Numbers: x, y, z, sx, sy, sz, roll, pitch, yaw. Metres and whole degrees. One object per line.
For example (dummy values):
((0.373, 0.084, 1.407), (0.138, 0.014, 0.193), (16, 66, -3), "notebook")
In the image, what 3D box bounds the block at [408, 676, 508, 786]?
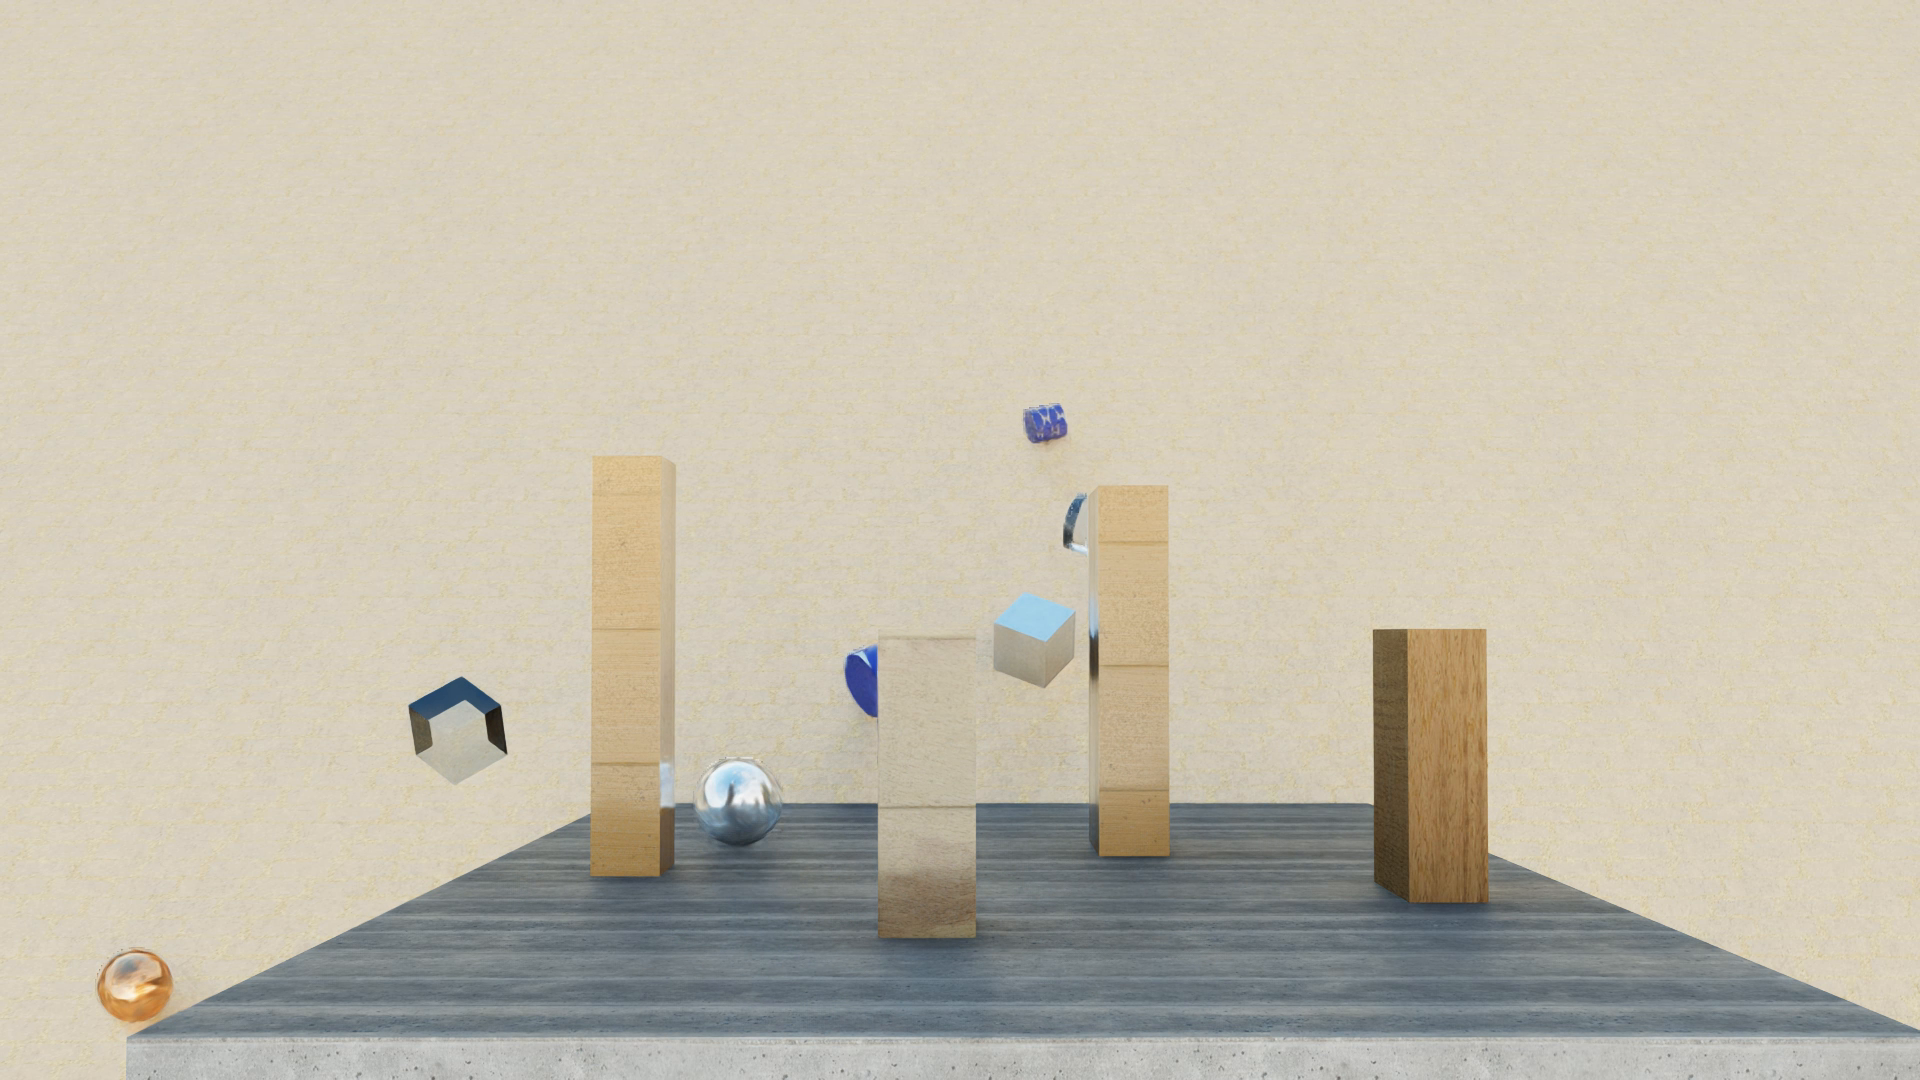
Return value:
((-1.370, 0.520, 7.095), (0.179, 0.179, 0.179), (30, 46, 35), "block")

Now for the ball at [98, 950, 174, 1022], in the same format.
((-2.003, 1.084, 6.315), (0.175, 0.175, 0.175), (0, 36, 0), "ball")

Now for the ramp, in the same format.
((0.079, 0.672, 4.868), (2.000, 0.100, 4.000), (0, -2, 0), "ramp")

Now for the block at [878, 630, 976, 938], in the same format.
((-0.049, 0.362, 3.950), (0.144, 0.453, 0.254), (0, -2, 0), "block")

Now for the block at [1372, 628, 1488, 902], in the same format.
((0.812, 0.382, 4.504), (0.132, 0.454, 0.366), (0, -2, 0), "block")

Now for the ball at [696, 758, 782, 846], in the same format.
((-0.467, 0.553, 5.490), (0.183, 0.183, 0.183), (0, 36, 0), "ball")

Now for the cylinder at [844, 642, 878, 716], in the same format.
((-0.194, 0.373, 7.290), (0.188, 0.188, 0.188), (-23, 42, -29), "cylinder")

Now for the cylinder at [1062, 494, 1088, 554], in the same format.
((0.427, -0.035, 7.868), (0.176, 0.176, 0.176), (16, 39, 21), "cylinder")

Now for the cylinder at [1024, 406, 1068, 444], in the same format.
((0.277, -0.374, 8.397), (0.107, 0.107, 0.107), (-12, 37, -16), "cylinder")

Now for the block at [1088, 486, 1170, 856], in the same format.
((0.350, 0.270, 5.433), (0.141, 0.746, 0.402), (0, -2, 0), "block")

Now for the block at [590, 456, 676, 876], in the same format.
((-0.617, 0.236, 4.930), (0.127, 0.777, 0.251), (0, -2, 0), "block")

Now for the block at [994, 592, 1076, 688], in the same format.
((0.213, 0.286, 7.427), (0.170, 0.170, 0.170), (20, 40, 25), "block")
